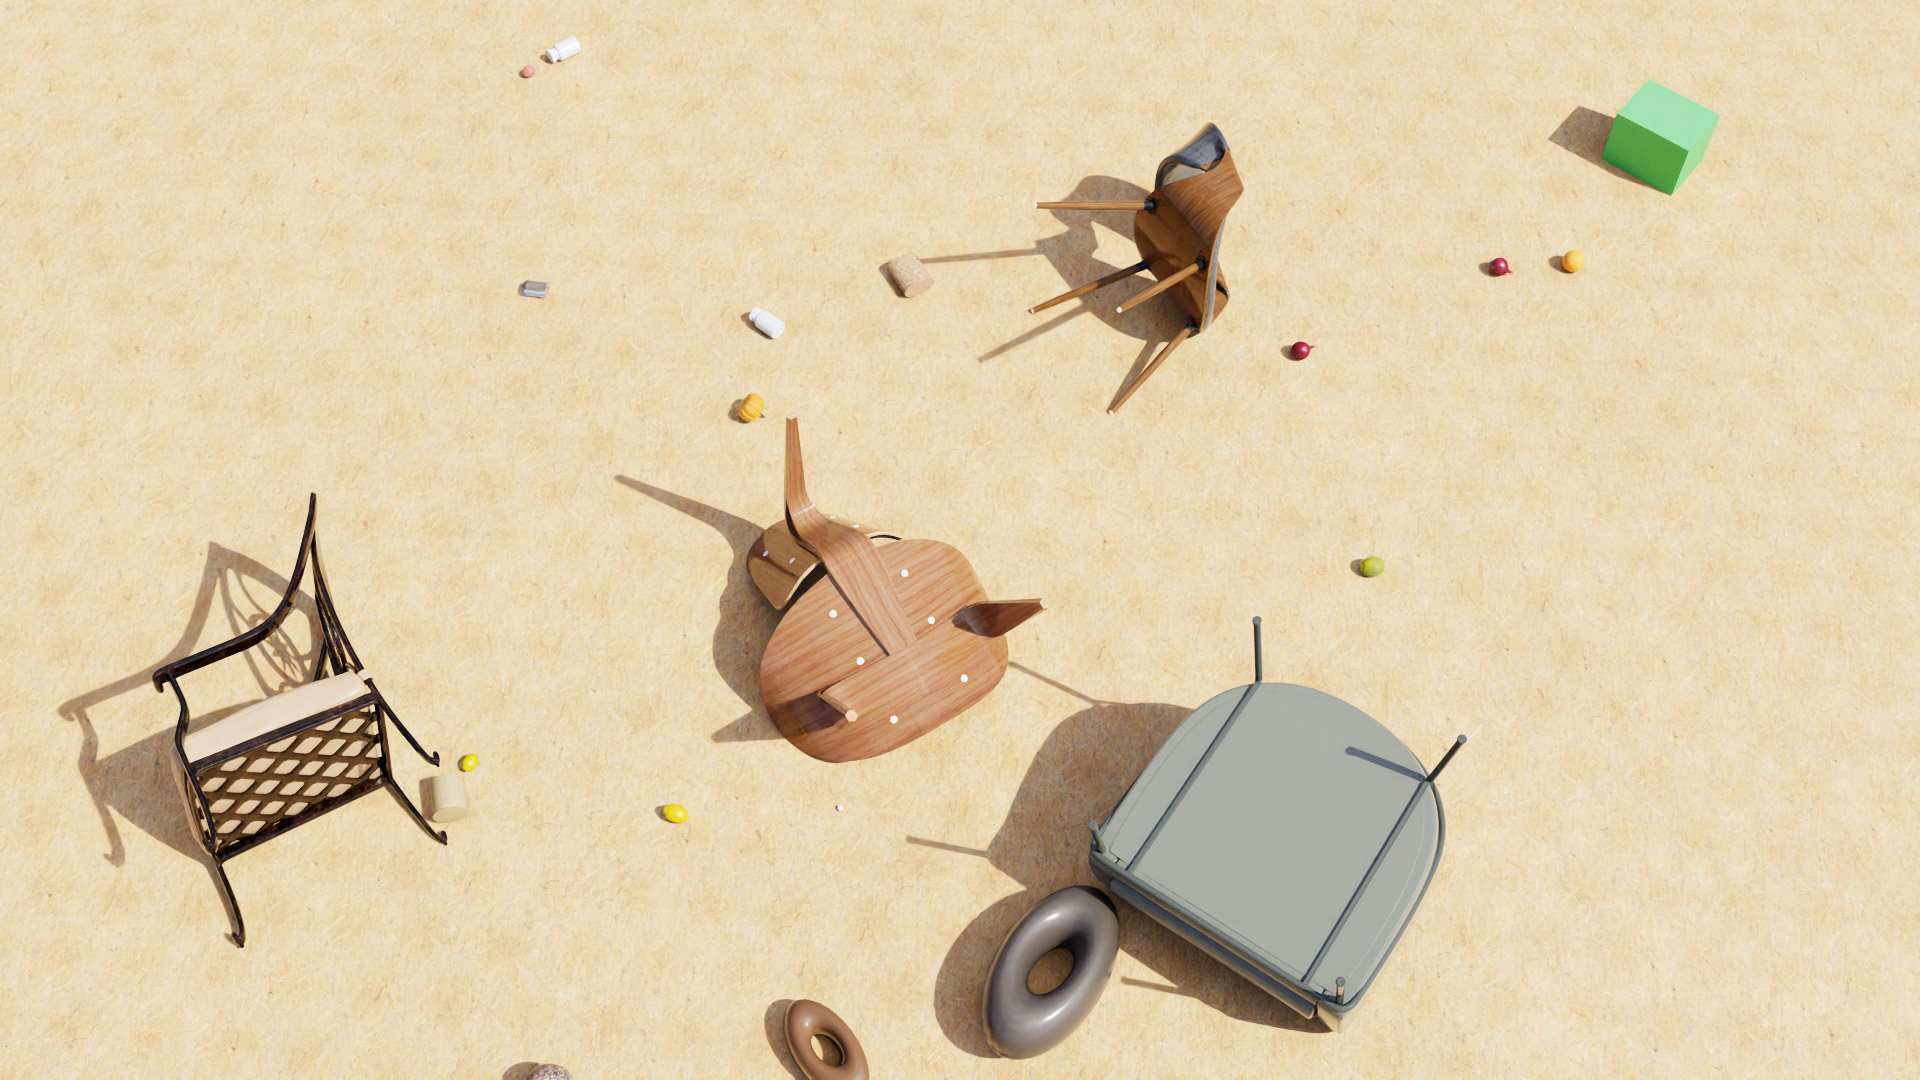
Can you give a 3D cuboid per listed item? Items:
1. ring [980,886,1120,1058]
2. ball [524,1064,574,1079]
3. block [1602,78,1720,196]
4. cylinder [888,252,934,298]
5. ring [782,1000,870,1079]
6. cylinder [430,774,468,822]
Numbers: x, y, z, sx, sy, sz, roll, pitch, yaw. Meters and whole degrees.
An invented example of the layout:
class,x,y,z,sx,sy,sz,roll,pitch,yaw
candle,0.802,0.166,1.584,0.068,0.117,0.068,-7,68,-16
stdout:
class,x,y,z,sx,sy,sz,roll,pitch,yaw
ring,0.235,1.118,5.706,0.291,0.178,0.535,26,54,18
ball,-1.039,1.391,5.559,0.134,0.134,0.134,0,56,0
block,2.339,-1.346,7.348,0.268,0.215,0.210,34,63,21
cylinder,-0.160,-0.857,7.110,0.106,0.065,0.125,-26,60,-12
ring,-0.344,1.308,5.640,0.166,0.094,0.311,-31,63,-21
cylinder,-1.406,0.710,6.048,0.096,0.083,0.107,-12,57,-5
